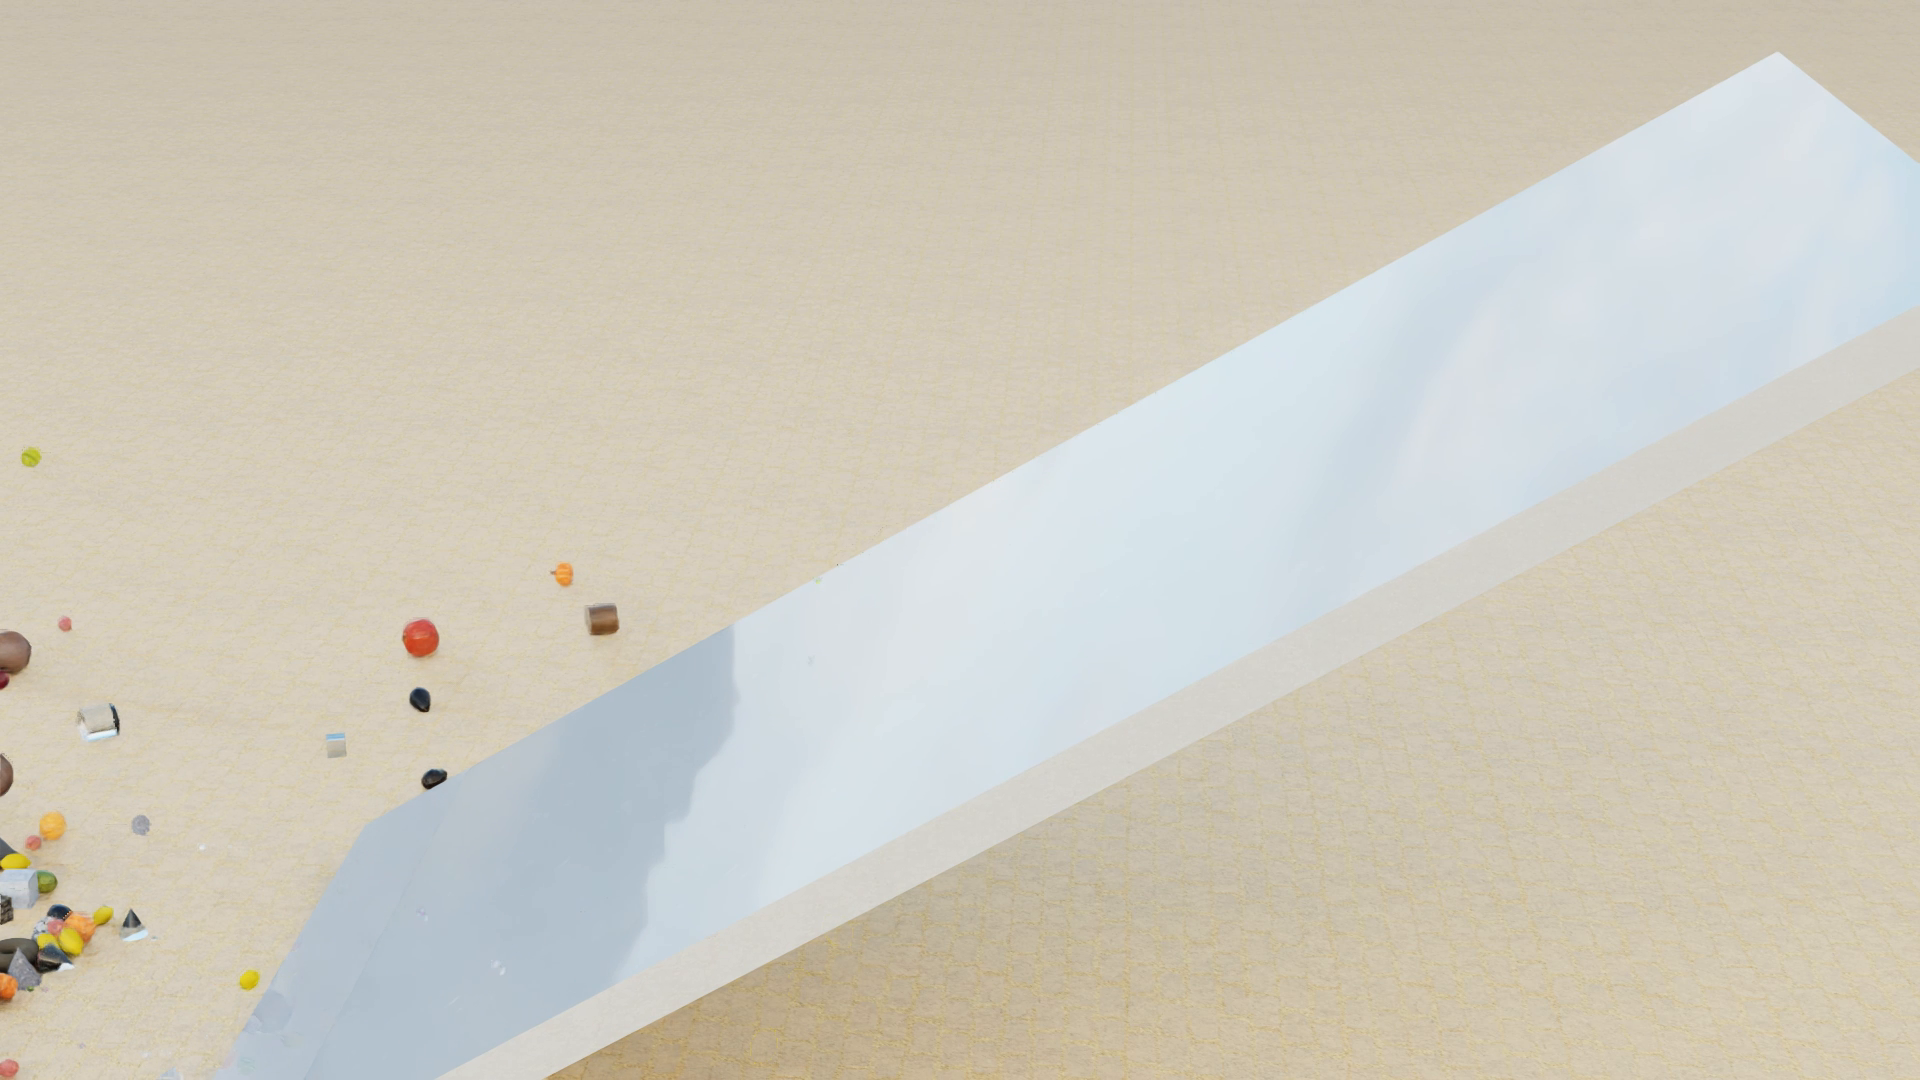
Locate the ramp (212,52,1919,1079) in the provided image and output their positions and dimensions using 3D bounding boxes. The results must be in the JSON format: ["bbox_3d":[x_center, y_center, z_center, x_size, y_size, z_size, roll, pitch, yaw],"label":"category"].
[{"bbox_3d":[0.142,0.168,6.286,4.000,0.100,2.000,-29,15,12],"label":"ramp"}]

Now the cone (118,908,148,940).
[{"bbox_3d":[-2.033,0.935,7.220,0.072,0.072,0.072,0,19,0],"label":"cone"}]

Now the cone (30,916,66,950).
[{"bbox_3d":[-2.244,0.968,7.174,0.086,0.086,0.086,-19,4,39],"label":"cone"}]

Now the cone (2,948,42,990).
[{"bbox_3d":[-2.230,1.007,6.977,0.092,0.092,0.092,0,19,0],"label":"cone"}]

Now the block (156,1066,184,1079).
[{"bbox_3d":[-1.683,1.191,6.264,0.086,0.086,0.086,-36,14,-11],"label":"block"}]

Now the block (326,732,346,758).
[{"bbox_3d":[-1.759,0.579,8.295,0.052,0.052,0.052,-5,19,-13],"label":"block"}]

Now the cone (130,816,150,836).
[{"bbox_3d":[-2.163,0.760,7.809,0.055,0.055,0.055,3,-7,10],"label":"cone"}]

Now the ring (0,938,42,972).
[{"bbox_3d":[-2.279,0.999,7.075,0.135,0.045,0.135,0,17,0],"label":"ring"}]

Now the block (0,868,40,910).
[{"bbox_3d":[-2.364,0.877,7.382,0.077,0.077,0.077,0,19,-1],"label":"block"}]

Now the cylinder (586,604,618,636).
[{"bbox_3d":[-1.121,0.250,9.209,0.088,0.088,0.088,-6,20,-17],"label":"cylinder"}]

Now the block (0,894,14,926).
[{"bbox_3d":[-2.392,0.918,7.288,0.060,0.060,0.060,11,22,30],"label":"block"}]

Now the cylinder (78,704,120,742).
[{"bbox_3d":[-2.460,0.523,8.399,0.092,0.092,0.092,-12,22,-31],"label":"cylinder"}]
